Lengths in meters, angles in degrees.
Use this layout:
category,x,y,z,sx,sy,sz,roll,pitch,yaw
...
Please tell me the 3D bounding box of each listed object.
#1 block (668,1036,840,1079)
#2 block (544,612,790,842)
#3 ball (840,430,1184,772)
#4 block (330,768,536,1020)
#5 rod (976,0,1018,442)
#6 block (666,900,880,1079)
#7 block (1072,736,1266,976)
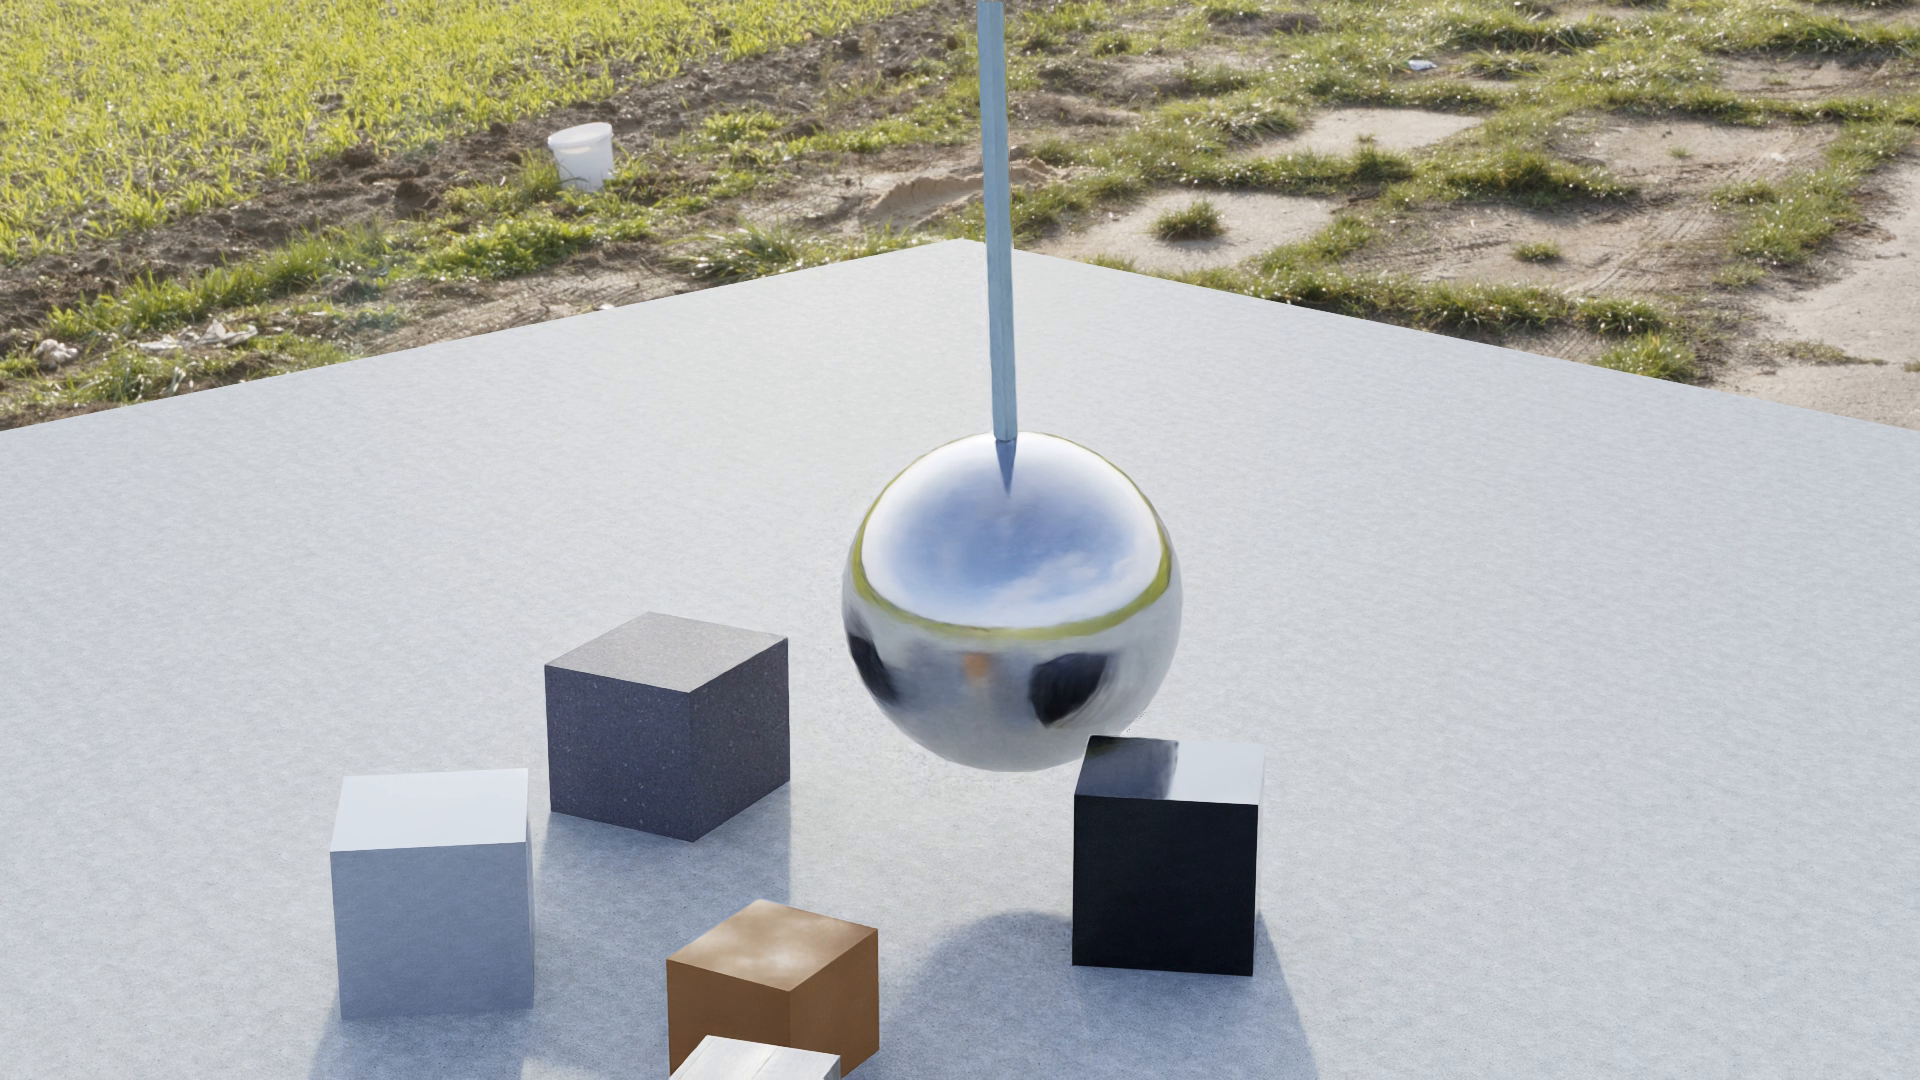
category,x,y,z,sx,sy,sz,roll,pitch,yaw
block,-0.773,2.174,10.614,0.526,0.488,0.561,6,18,17
block,-1.410,0.891,14.254,0.818,0.753,0.888,9,20,27
ball,0.241,0.284,13.684,1.600,1.600,1.600,0,17,0
block,-2.208,1.481,12.383,0.784,0.750,0.810,-2,18,-7
rod,0.105,-2.913,12.536,0.080,5.200,0.080,17,27,42
block,-0.733,1.840,11.600,0.571,0.533,0.644,10,20,28
block,0.910,1.359,12.708,0.772,0.788,0.694,2,18,8
